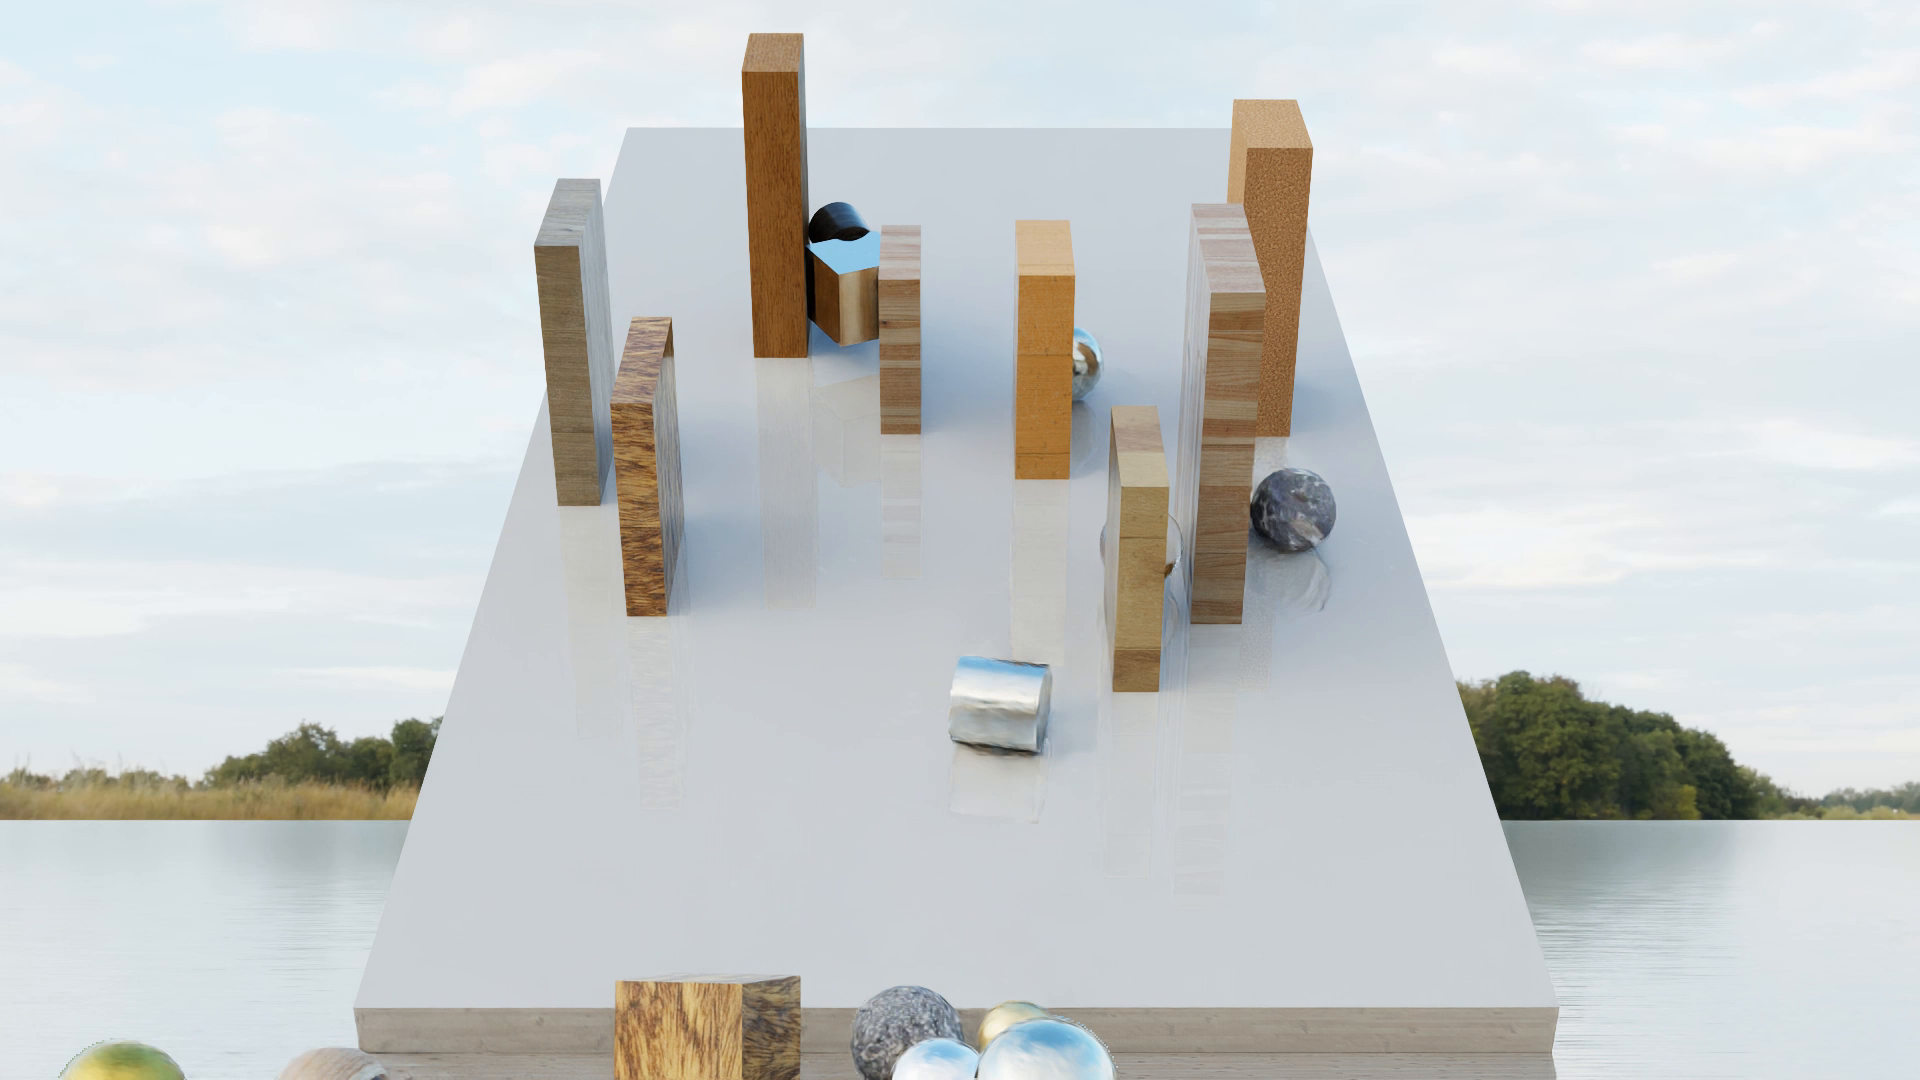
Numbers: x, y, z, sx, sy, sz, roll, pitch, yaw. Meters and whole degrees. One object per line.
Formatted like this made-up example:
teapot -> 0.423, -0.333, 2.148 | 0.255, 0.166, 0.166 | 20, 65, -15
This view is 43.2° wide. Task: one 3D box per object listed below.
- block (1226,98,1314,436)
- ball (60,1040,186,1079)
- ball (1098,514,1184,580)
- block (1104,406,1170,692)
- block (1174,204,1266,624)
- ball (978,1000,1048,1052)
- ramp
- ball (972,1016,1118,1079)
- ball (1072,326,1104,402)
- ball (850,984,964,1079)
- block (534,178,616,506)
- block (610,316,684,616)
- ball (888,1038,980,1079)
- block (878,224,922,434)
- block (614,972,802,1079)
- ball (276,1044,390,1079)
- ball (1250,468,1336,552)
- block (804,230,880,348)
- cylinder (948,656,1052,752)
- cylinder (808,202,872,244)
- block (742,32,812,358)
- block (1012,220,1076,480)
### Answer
block -> 0.707, -0.634, 5.687 | 0.147, 0.726, 0.305 | 0, 31, 0
ball -> -0.939, 0.634, 2.719 | 0.146, 0.146, 0.146 | 0, -6, 0
ball -> 0.383, 0.011, 5.135 | 0.178, 0.178, 0.178 | 0, -6, 0
block -> 0.349, 0.016, 4.842 | 0.091, 0.468, 0.331 | 0, 31, 0
block -> 0.532, -0.261, 5.029 | 0.106, 0.755, 0.436 | 0, 31, 0
ball -> 0.087, 0.758, 3.688 | 0.117, 0.117, 0.117 | 0, -6, 0
ramp -> -0.014, -0.204, 5.766 | 2.000, 0.100, 4.000 | 0, 31, 0
ball -> 0.096, 0.626, 2.746 | 0.169, 0.169, 0.169 | 0, -6, 0
ball -> 0.252, -0.426, 5.857 | 0.191, 0.191, 0.191 | 0, -6, 0
ball -> -0.073, 0.704, 3.397 | 0.160, 0.160, 0.160 | 0, -6, 0
block -> -0.855, -0.444, 5.447 | 0.095, 0.634, 0.373 | 0, 31, 0
block -> -0.652, -0.157, 5.096 | 0.083, 0.500, 0.398 | 0, 31, 0
ball -> -0.023, 0.663, 2.912 | 0.131, 0.131, 0.131 | 0, -6, 0
block -> -0.140, -0.502, 5.778 | 0.095, 0.401, 0.312 | 0, 31, 0
block -> -0.331, 0.671, 3.205 | 0.182, 0.182, 0.182 | -2, -7, 20
ball -> -0.704, 0.637, 2.717 | 0.141, 0.141, 0.141 | 0, -6, 0
ball -> 0.723, -0.065, 5.258 | 0.185, 0.185, 0.185 | 0, -6, 0
block -> -0.250, -0.620, 5.979 | 0.194, 0.194, 0.194 | -15, 34, -24
cylinder -> 0.078, 0.312, 4.635 | 0.167, 0.167, 0.167 | 6, -5, 11
cylinder -> -0.294, -0.755, 6.109 | 0.144, 0.144, 0.144 | 3, 31, -24
block -> -0.450, -0.850, 6.020 | 0.133, 0.750, 0.275 | 0, 31, 0
block -> 0.189, -0.436, 5.562 | 0.124, 0.511, 0.306 | 0, 31, 0
